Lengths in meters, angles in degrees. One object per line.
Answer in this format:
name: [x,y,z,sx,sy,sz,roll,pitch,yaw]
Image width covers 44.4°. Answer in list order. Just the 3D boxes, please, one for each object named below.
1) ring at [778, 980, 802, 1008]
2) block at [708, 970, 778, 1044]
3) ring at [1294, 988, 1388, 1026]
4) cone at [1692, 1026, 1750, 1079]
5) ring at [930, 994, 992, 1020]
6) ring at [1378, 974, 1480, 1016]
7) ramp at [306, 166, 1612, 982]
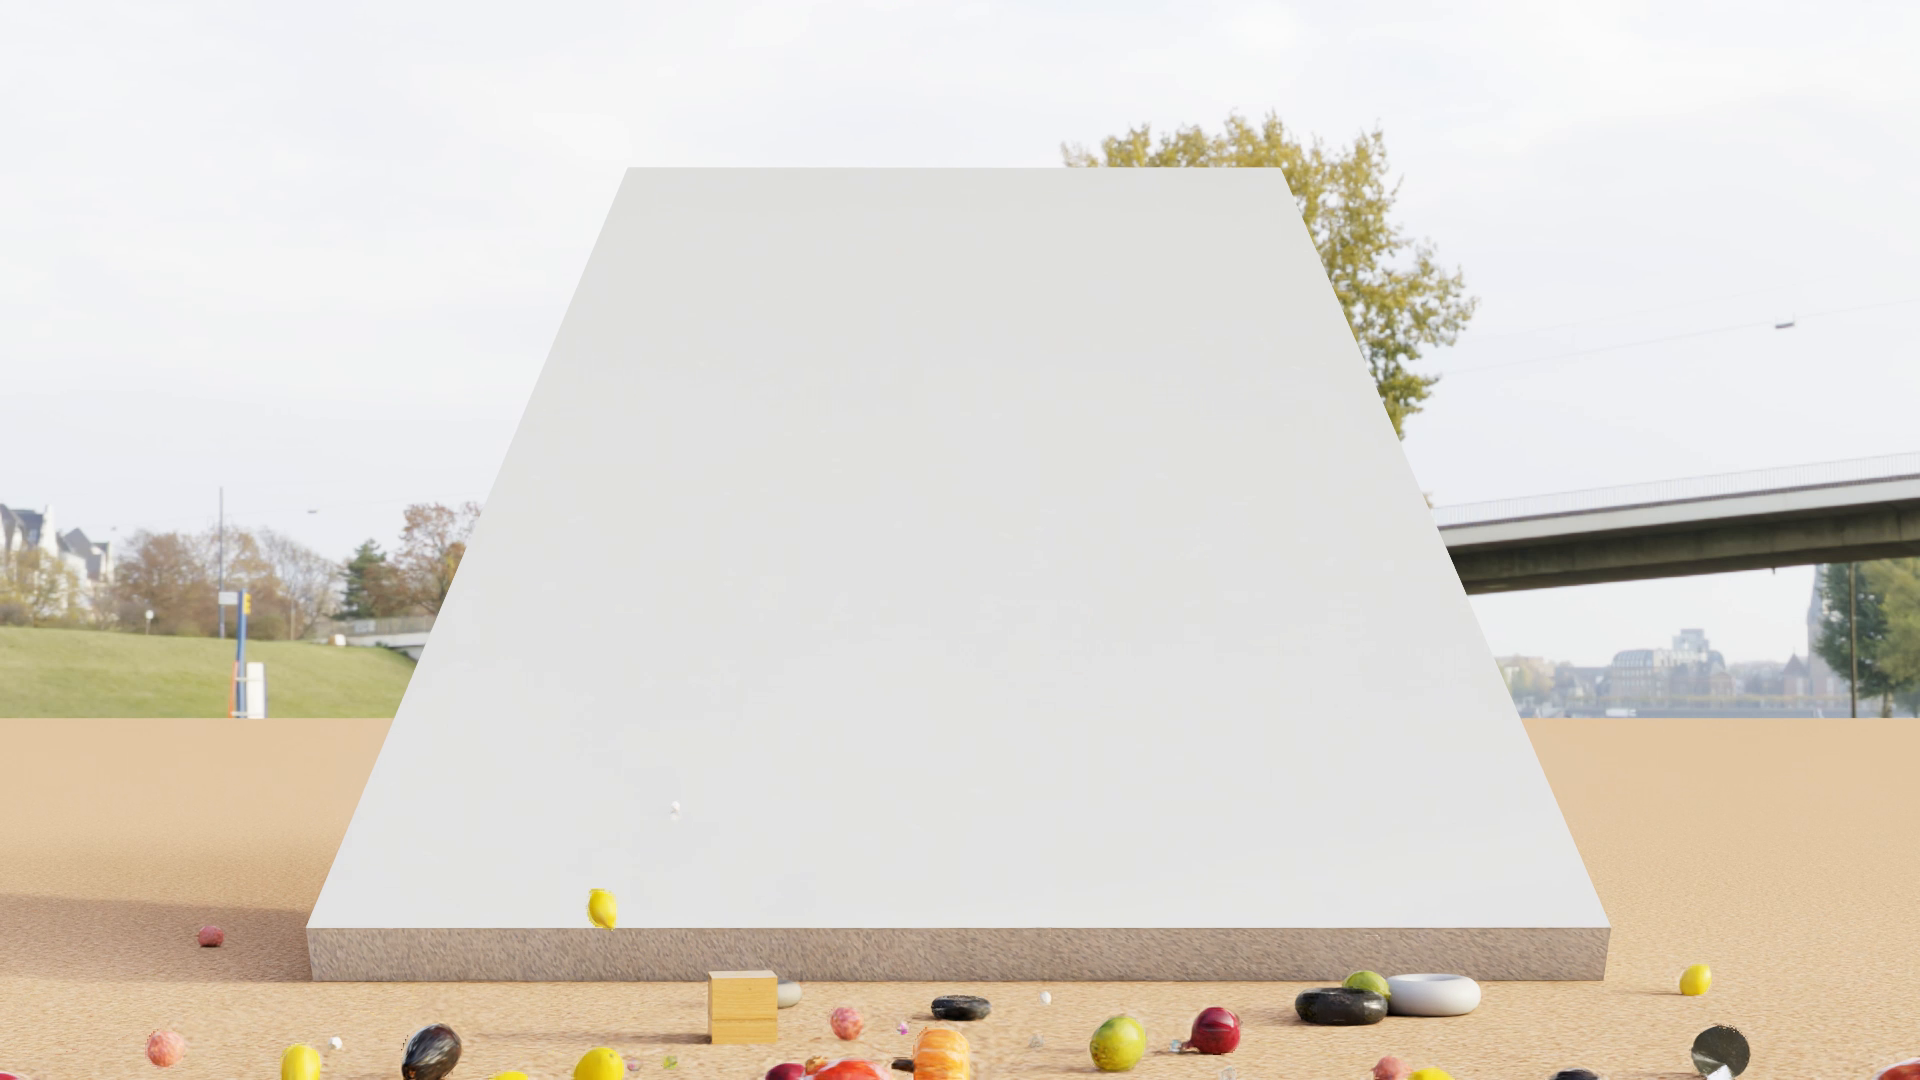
ring: [-0.274,0.644,3.334,0.101,0.034,0.101,-1,-4,0]
block: [-0.278,0.596,3.001,0.082,0.082,0.082,1,-4,-10]
ring: [0.515,0.629,3.175,0.125,0.042,0.125,1,-5,0]
cone: [0.878,0.600,2.700,0.065,0.065,0.065,-2,-31,26]
ring: [0.001,0.638,3.209,0.083,0.028,0.083,1,-4,0]
ring: [0.652,0.633,3.272,0.144,0.048,0.144,-1,-4,0]
ramp: [-0.009,-0.229,5.426,2.000,0.100,4.000,0,26,0]
